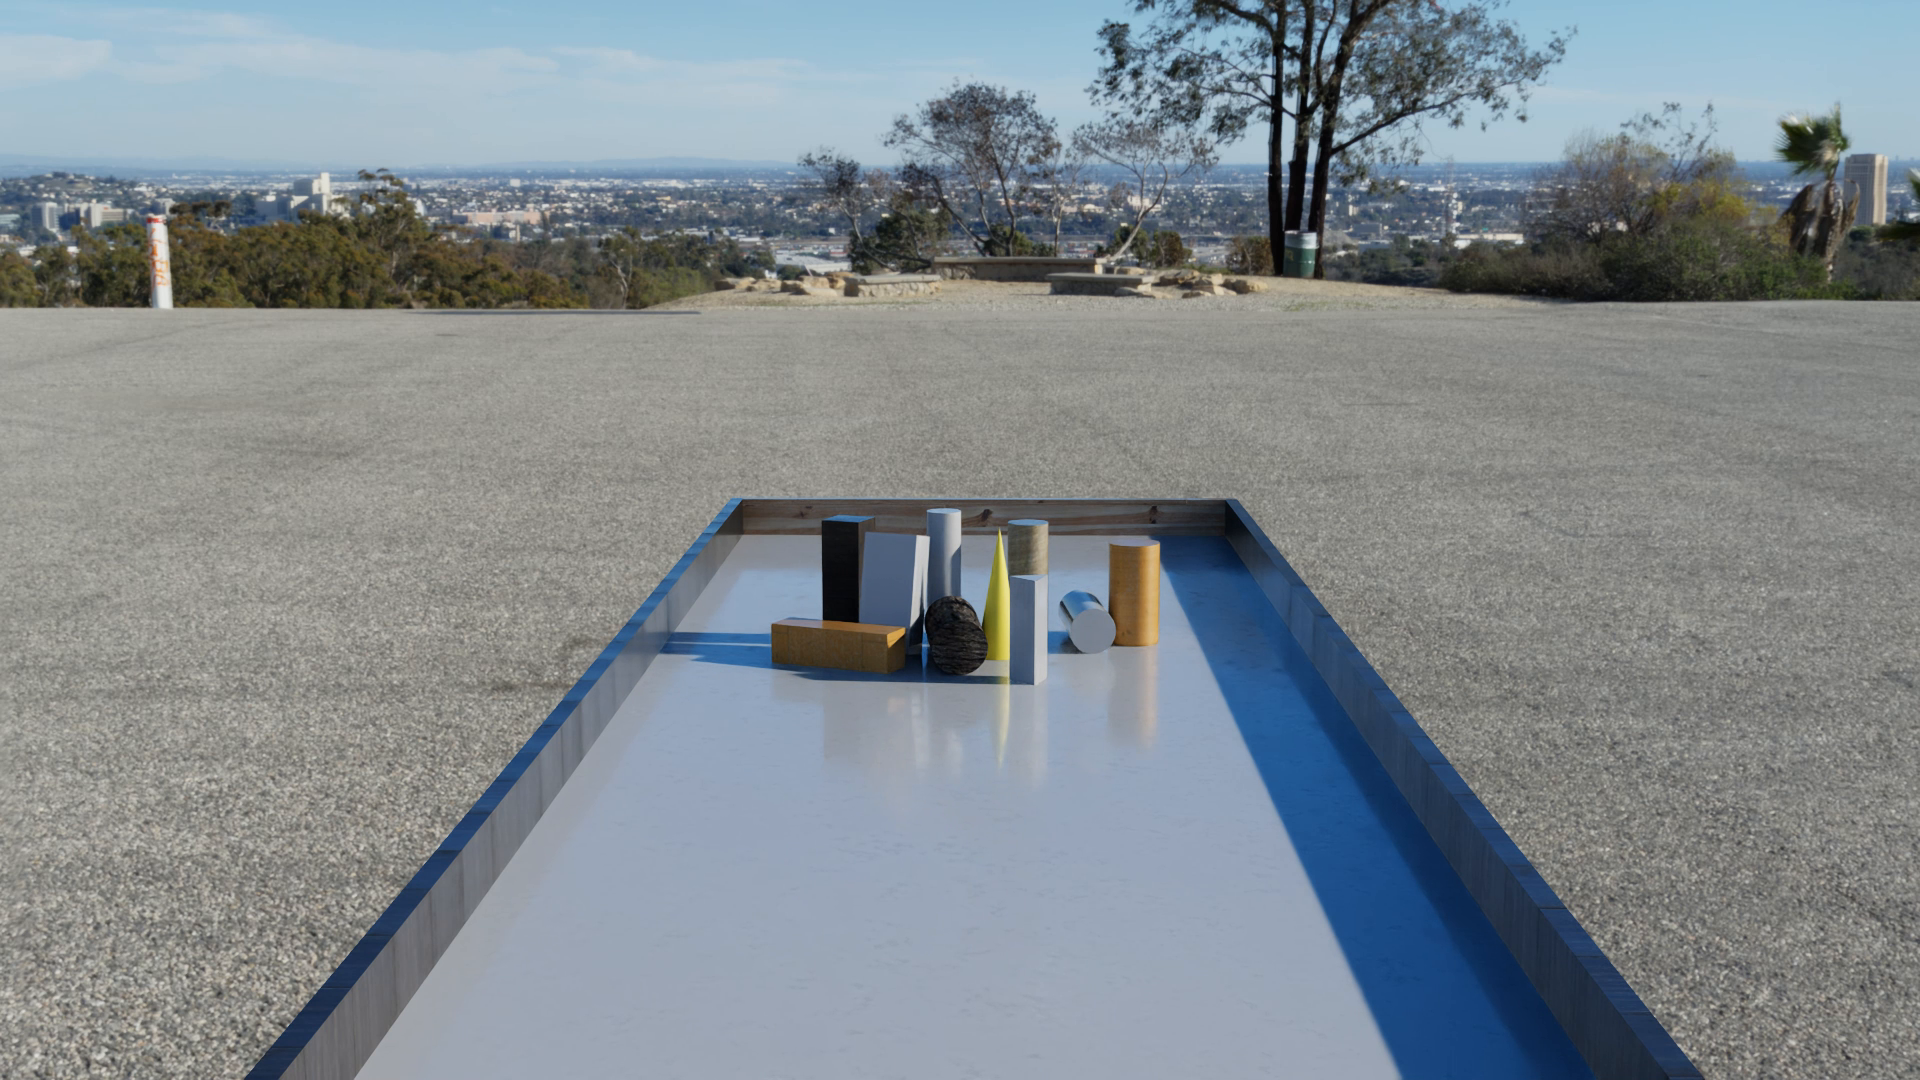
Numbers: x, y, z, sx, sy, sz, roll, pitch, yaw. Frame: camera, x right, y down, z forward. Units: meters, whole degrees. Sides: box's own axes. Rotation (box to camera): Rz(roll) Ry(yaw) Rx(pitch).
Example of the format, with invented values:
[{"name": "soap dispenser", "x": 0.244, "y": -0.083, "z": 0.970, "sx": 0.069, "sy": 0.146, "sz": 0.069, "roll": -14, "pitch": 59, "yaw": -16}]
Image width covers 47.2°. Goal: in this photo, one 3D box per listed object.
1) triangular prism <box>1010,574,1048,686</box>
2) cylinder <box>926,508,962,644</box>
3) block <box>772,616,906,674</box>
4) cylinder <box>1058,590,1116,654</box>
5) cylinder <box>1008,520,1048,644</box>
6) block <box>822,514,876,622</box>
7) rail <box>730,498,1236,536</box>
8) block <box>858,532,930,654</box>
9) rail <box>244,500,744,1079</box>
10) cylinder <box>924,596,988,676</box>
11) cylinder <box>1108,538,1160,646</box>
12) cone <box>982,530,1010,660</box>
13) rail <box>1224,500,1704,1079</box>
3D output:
[{"name": "triangular prism", "x": 0.218, "y": 0.257, "z": 6.408, "sx": 0.097, "sy": 0.306, "sz": 0.111, "roll": -8, "pitch": 12, "yaw": -41}, {"name": "cylinder", "x": -0.051, "y": 0.115, "z": 6.946, "sx": 0.109, "sy": 0.419, "sz": 0.109, "roll": 0, "pitch": 9, "yaw": 0}, {"name": "block", "x": -0.368, "y": 0.317, "z": 6.631, "sx": 0.392, "sy": 0.119, "sz": 0.119, "roll": 4, "pitch": 10, "yaw": 24}, {"name": "cylinder", "x": 0.399, "y": 0.255, "z": 6.943, "sx": 0.142, "sy": 0.142, "sz": 0.334, "roll": -1, "pitch": 9, "yaw": -4}, {"name": "cylinder", "x": 0.214, "y": 0.134, "z": 6.937, "sx": 0.129, "sy": 0.384, "sz": 0.129, "roll": 0, "pitch": 9, "yaw": 0}, {"name": "block", "x": -0.351, "y": 0.126, "z": 6.961, "sx": 0.127, "sy": 0.392, "sz": 0.127, "roll": 4, "pitch": 10, "yaw": 22}, {"name": "rail", "x": 0.099, "y": -0.098, "z": 9.147, "sx": 2.100, "sy": 0.150, "sz": 0.050, "roll": 0, "pitch": 9, "yaw": 1}, {"name": "block", "x": -0.203, "y": 0.163, "z": 6.742, "sx": 0.162, "sy": 0.361, "sz": 0.162, "roll": 4, "pitch": -1, "yaw": 14}, {"name": "rail", "x": -1.004, "y": 0.839, "z": 3.234, "sx": 0.050, "sy": 0.150, "sz": 12.000, "roll": 0, "pitch": 9, "yaw": 1}, {"name": "cylinder", "x": -0.015, "y": 0.287, "z": 6.671, "sx": 0.167, "sy": 0.167, "sz": 0.390, "roll": -1, "pitch": 9, "yaw": -4}, {"name": "cylinder", "x": 0.550, "y": 0.165, "z": 6.950, "sx": 0.161, "sy": 0.319, "sz": 0.161, "roll": 0, "pitch": 9, "yaw": 0}, {"name": "cone", "x": 0.119, "y": 0.158, "z": 6.732, "sx": 0.136, "sy": 0.401, "sz": 0.136, "roll": 0, "pitch": 9, "yaw": 0}, {"name": "rail", "x": 1.046, "y": 0.843, "z": 3.208, "sx": 0.050, "sy": 0.150, "sz": 12.000, "roll": 0, "pitch": 9, "yaw": 1}]
